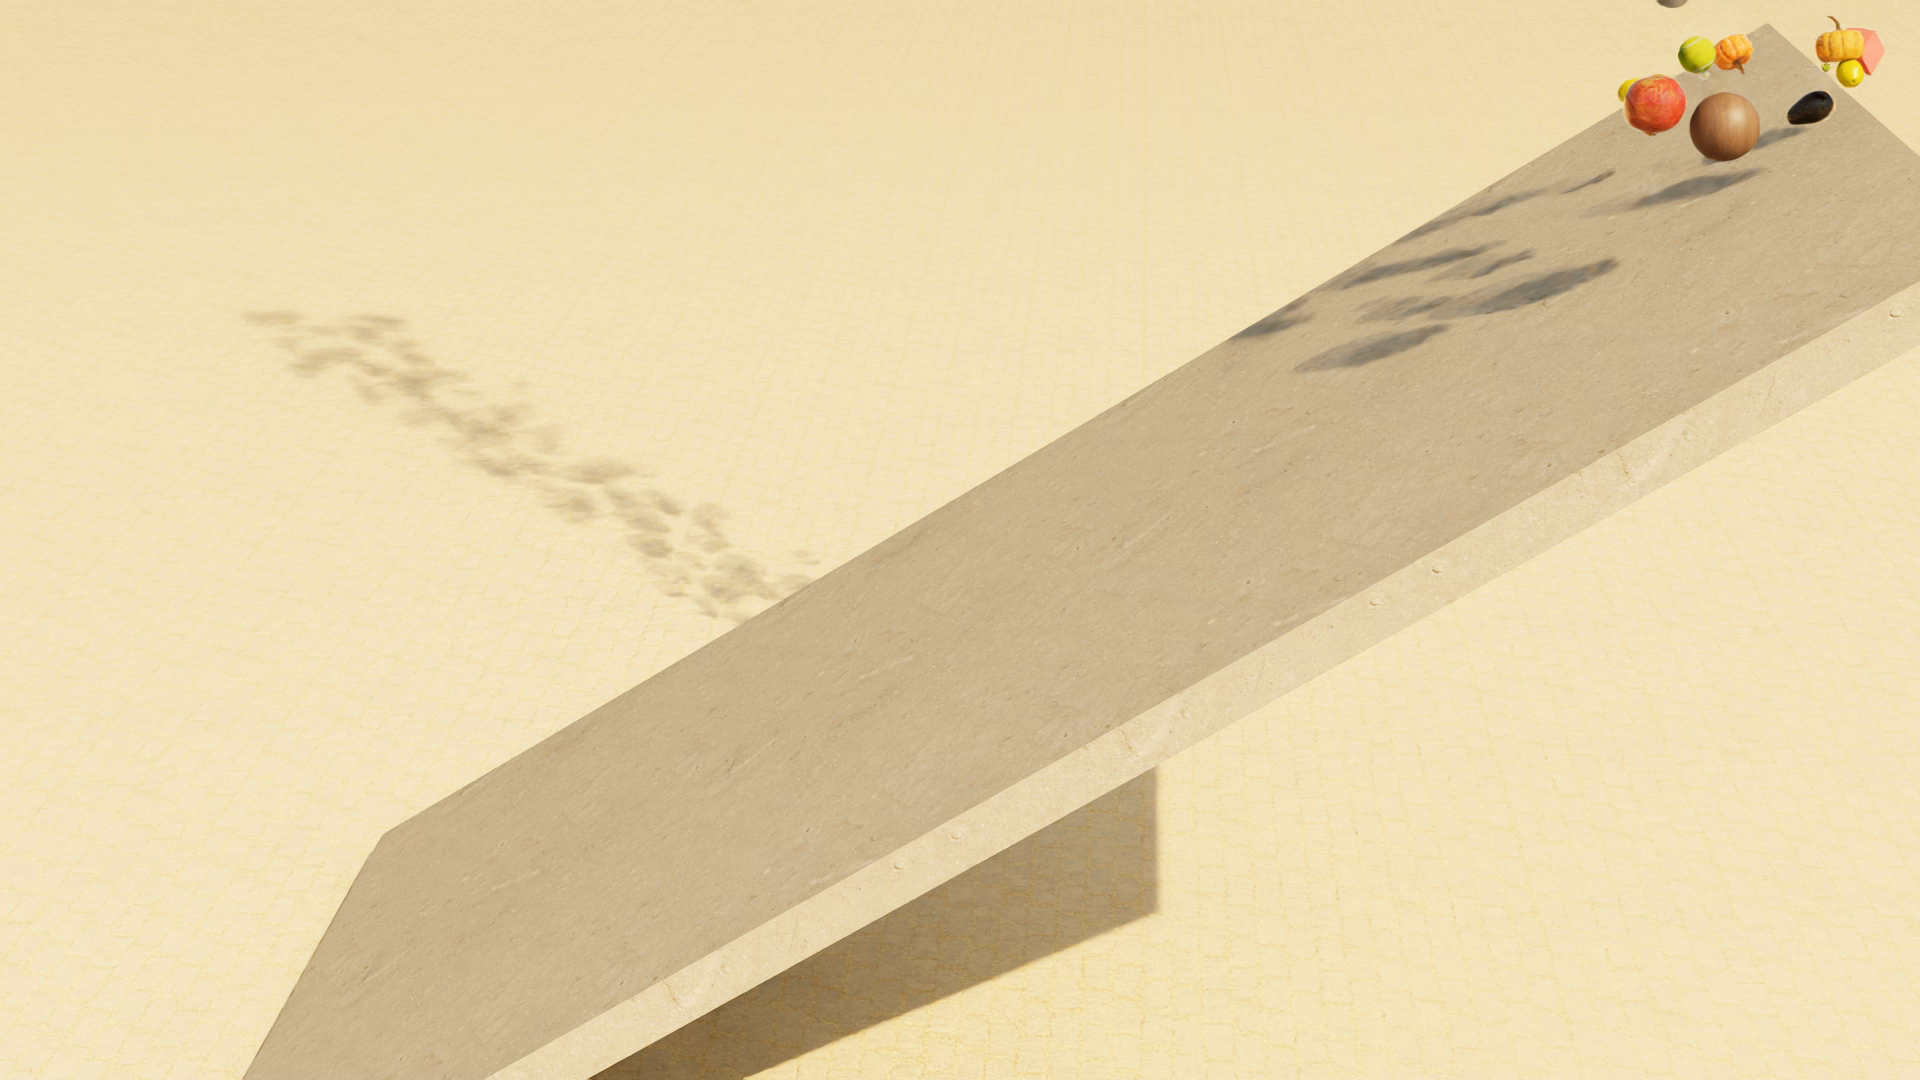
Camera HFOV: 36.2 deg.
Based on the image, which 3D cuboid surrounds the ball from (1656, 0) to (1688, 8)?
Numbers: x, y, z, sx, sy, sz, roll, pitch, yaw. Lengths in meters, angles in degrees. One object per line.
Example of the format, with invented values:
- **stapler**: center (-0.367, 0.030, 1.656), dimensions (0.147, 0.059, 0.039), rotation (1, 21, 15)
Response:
- **ball**: center (1.432, -1.111, 5.909), dimensions (0.085, 0.085, 0.085), rotation (0, 20, 0)

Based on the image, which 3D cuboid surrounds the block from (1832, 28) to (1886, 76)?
- **block**: center (1.768, -0.961, 5.783), dimensions (0.062, 0.062, 0.062), rotation (17, 67, 48)

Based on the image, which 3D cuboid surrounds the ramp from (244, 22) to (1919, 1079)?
- **ramp**: center (0.140, 0.170, 6.292), dimensions (4.000, 0.100, 2.000), rotation (-30, 15, 13)
